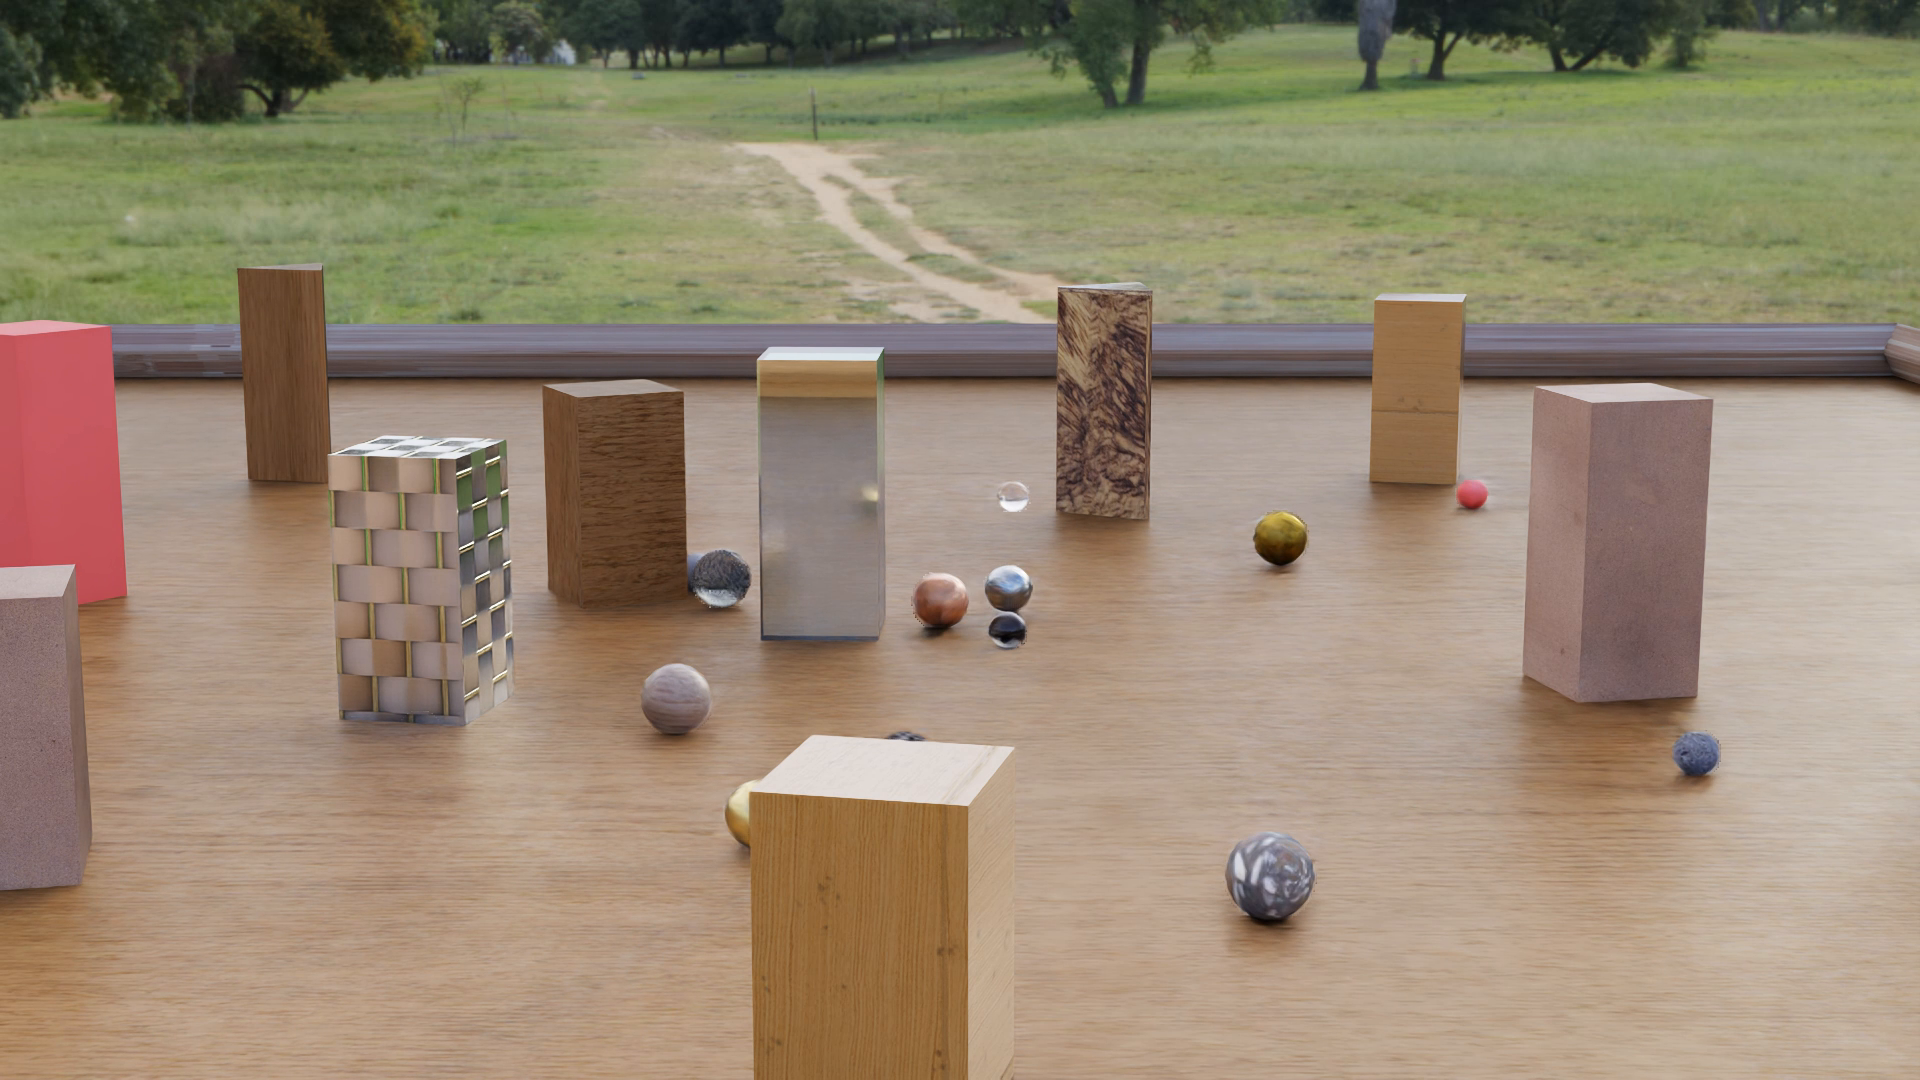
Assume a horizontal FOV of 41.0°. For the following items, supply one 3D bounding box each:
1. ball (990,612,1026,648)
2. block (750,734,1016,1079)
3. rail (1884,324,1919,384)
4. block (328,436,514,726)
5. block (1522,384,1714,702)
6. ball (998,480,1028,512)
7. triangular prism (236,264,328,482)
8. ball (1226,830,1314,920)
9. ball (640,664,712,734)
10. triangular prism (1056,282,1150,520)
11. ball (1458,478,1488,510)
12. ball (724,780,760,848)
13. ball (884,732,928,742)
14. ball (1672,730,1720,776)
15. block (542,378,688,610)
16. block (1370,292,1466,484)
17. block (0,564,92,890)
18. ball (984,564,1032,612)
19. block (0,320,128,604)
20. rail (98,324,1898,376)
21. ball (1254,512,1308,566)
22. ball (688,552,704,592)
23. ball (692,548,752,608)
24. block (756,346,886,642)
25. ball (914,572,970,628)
[{"bbox_3d":[0.060,0.113,3.220,0.047,0.047,0.047,0,11,0],"label":"ball"},{"bbox_3d":[-0.051,0.279,1.792,0.150,0.246,0.150,2,11,13],"label":"block"},{"bbox_3d":[2.186,0.029,3.462,0.045,0.122,5.191,0,11,0],"label":"rail"},{"bbox_3d":[-0.608,0.043,2.908,0.150,0.300,0.150,2,11,11],"label":"block"},{"bbox_3d":[0.768,0.000,3.007,0.150,0.348,0.150,-2,11,-12],"label":"block"},{"bbox_3d":[0.087,-0.072,4.201,0.051,0.051,0.051,0,11,0],"label":"ball"},{"bbox_3d":[-1.162,-0.300,4.547,0.162,0.371,0.141,3,11,16],"label":"triangular prism"},{"bbox_3d":[0.266,0.288,2.204,0.076,0.076,0.076,0,11,0],"label":"ball"},{"bbox_3d":[-0.311,0.174,2.812,0.077,0.077,0.077,0,11,0],"label":"ball"},{"bbox_3d":[0.261,-0.233,4.199,0.162,0.368,0.141,5,12,26],"label":"triangular prism"},{"bbox_3d":[0.844,-0.076,4.225,0.050,0.050,0.050,0,11,0],"label":"ball"},{"bbox_3d":[-0.188,0.257,2.403,0.065,0.065,0.065,0,11,0],"label":"ball"},{"bbox_3d":[-0.054,0.226,2.560,0.068,0.068,0.068,0,11,0],"label":"ball"},{"bbox_3d":[0.760,0.220,2.651,0.046,0.046,0.046,0,11,0],"label":"ball"},{"bbox_3d":[-0.474,-0.066,3.528,0.150,0.287,0.150,-5,12,-27],"label":"block"},{"bbox_3d":[0.810,-0.270,4.533,0.150,0.318,0.150,3,11,13],"label":"block"},{"bbox_3d":[-0.879,0.169,2.329,0.150,0.264,0.150,-3,11,-14],"label":"block"},{"bbox_3d":[0.065,0.065,3.434,0.063,0.063,0.063,0,11,0],"label":"ball"},{"bbox_3d":[-1.256,-0.104,3.495,0.150,0.372,0.150,7,13,34],"label":"block"},{"bbox_3d":[-0.015,-0.441,5.977,4.420,0.122,0.045,0,11,0],"label":"rail"},{"bbox_3d":[0.469,-0.002,3.755,0.078,0.078,0.078,0,11,0],"label":"ball"},{"bbox_3d":[-0.365,0.046,3.559,0.056,0.056,0.056,0,11,0],"label":"ball"},{"bbox_3d":[-0.321,0.051,3.463,0.079,0.079,0.079,0,11,0],"label":"ball"},{"bbox_3d":[-0.176,-0.062,3.307,0.150,0.359,0.150,0,11,2],"label":"block"},{"bbox_3d":[-0.024,0.079,3.336,0.072,0.072,0.072,0,11,0],"label":"ball"}]
